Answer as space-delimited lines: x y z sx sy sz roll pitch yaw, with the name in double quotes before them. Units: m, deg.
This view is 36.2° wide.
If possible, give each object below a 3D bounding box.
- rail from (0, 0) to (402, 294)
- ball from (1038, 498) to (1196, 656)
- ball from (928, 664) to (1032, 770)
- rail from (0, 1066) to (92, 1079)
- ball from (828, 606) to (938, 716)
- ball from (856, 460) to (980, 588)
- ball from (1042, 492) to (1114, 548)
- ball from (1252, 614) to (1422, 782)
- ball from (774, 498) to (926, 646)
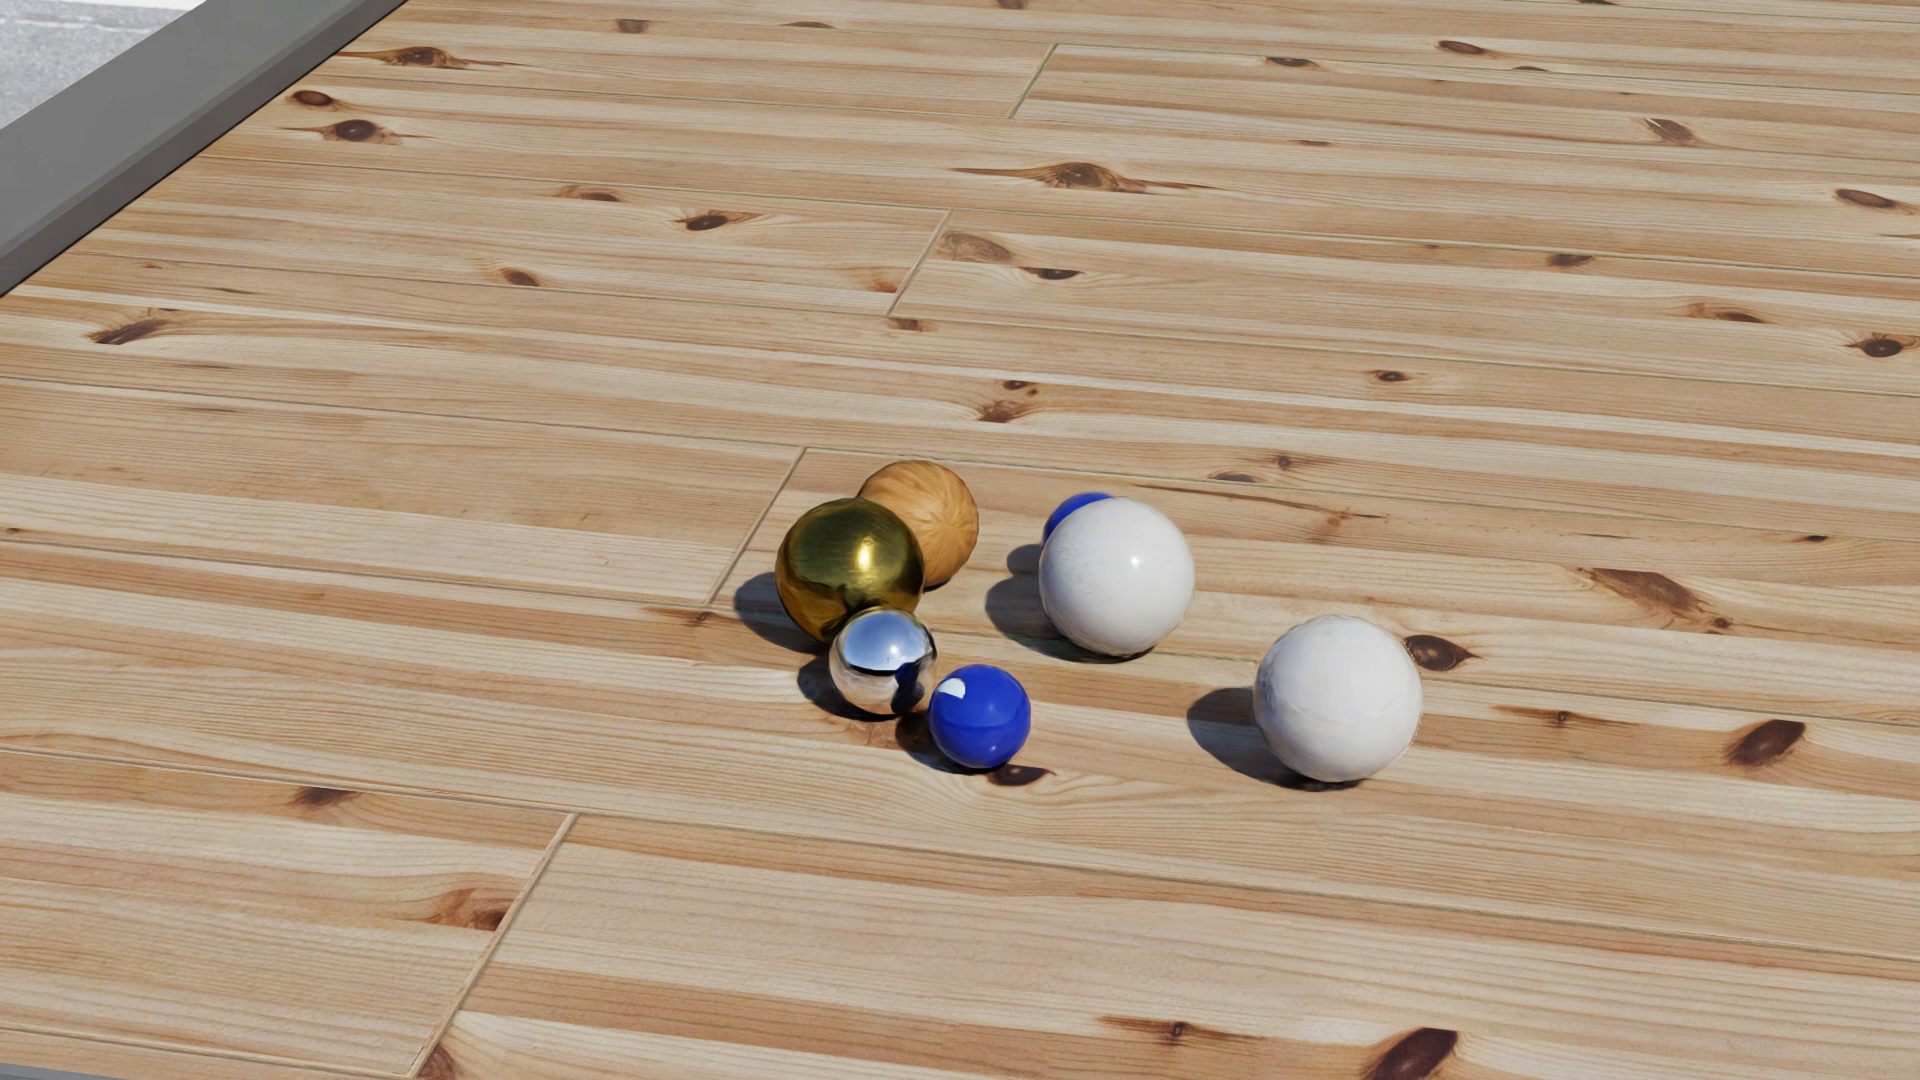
"rail" -0.657 -0.412 2.624 0.045 0.123 2.933 5 27 11
"ball" 0.094 0.022 1.772 0.095 0.095 0.095 0 26 0
"ball" 0.011 0.099 1.655 0.059 0.059 0.059 0 26 0
"rail" -0.145 0.283 1.205 1.695 0.123 0.045 5 27 11
"ball" -0.044 0.070 1.710 0.064 0.064 0.064 0 26 0
"ball" -0.029 -0.010 1.854 0.082 0.082 0.082 0 26 0
"ball" 0.083 0.002 1.848 0.064 0.064 0.064 0 26 0
"ball" 0.210 0.088 1.639 0.094 0.094 0.094 0 26 0
"ball" -0.067 0.020 1.781 0.091 0.091 0.091 0 26 0
